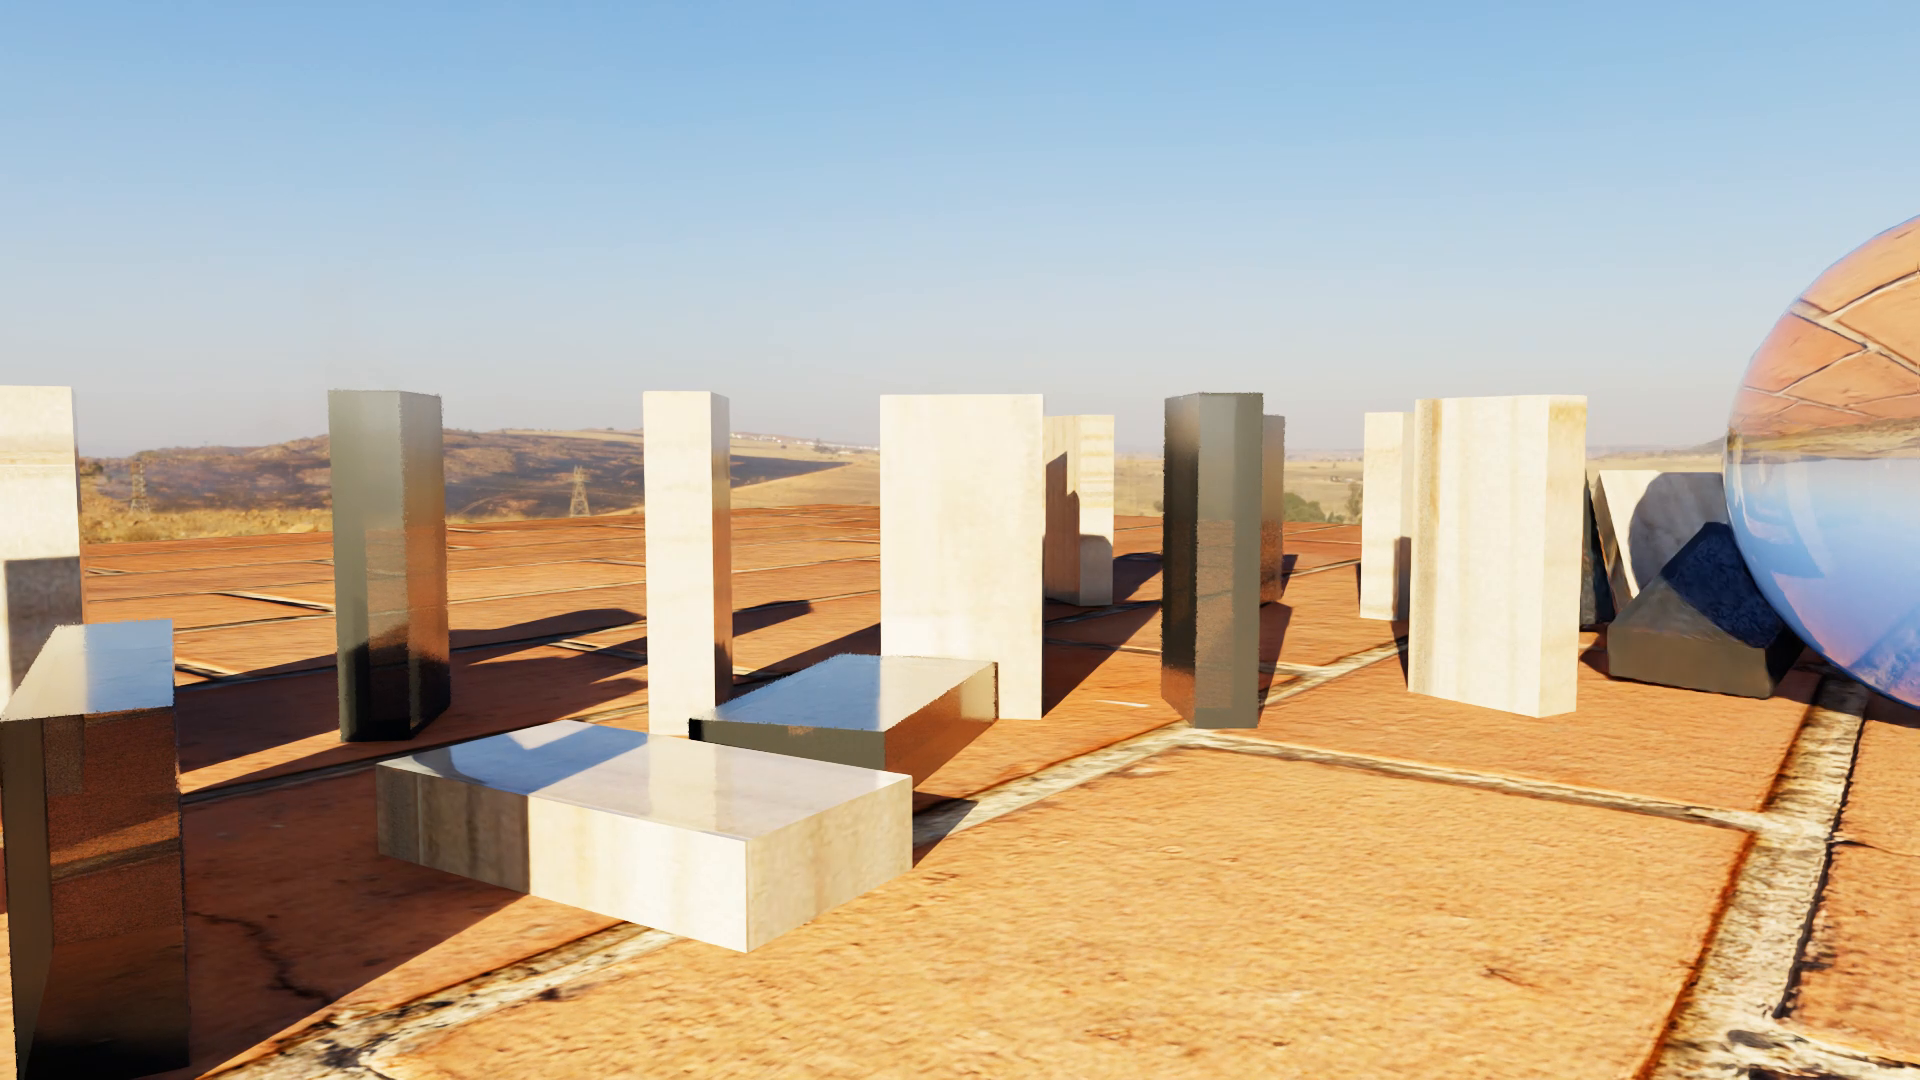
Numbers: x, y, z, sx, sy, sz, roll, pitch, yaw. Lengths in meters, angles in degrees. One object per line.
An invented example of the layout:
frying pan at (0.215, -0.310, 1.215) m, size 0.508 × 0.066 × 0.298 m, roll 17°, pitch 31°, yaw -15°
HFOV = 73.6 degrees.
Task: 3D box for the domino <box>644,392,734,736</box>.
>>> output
domino at (-0.042, 0.003, 0.198) m, size 0.009 × 0.050 × 0.025 m, roll 0°, pitch 4°, yaw -4°

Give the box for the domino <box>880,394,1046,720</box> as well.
domino at (0.001, 0.002, 0.203) m, size 0.025 × 0.050 × 0.010 m, roll 1°, pitch 4°, yaw 7°

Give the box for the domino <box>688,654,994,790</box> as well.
domino at (-0.014, 0.025, 0.175) m, size 0.025 × 0.009 × 0.050 m, roll 1°, pitch 4°, yaw 16°

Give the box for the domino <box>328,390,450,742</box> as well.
domino at (-0.086, 0.003, 0.194) m, size 0.009 × 0.050 × 0.025 m, roll -1°, pitch 4°, yaw -9°

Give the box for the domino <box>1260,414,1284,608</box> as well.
domino at (0.078, -0.008, 0.342) m, size 0.009 × 0.050 × 0.025 m, roll 2°, pitch 5°, yaw 28°

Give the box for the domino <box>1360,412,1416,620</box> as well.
domino at (0.110, -0.006, 0.319) m, size 0.009 × 0.050 × 0.025 m, roll 4°, pitch 6°, yaw 42°

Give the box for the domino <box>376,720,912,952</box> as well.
domino at (-0.033, 0.028, 0.131) m, size 0.050 × 0.010 × 0.025 m, roll 3°, pitch 5°, yaw 31°

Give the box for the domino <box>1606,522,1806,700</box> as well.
domino at (0.142, 0.012, 0.235) m, size 0.050 × 0.009 × 0.025 m, roll -29°, pitch 24°, yaw -37°

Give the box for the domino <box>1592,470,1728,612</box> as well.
domino at (0.152, 0.004, 0.270) m, size 0.025 × 0.009 × 0.050 m, roll 2°, pitch 39°, yaw 15°

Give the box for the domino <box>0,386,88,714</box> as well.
domino at (-0.128, 0.004, 0.179) m, size 0.009 × 0.050 × 0.025 m, roll -3°, pitch 5°, yaw -33°

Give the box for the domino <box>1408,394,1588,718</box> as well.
domino at (0.088, 0.002, 0.211) m, size 0.010 × 0.050 × 0.025 m, roll -3°, pitch 5°, yaw -31°

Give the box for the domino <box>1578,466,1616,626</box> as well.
domino at (0.133, -0.005, 0.293) m, size 0.025 × 0.050 × 0.009 m, roll -3°, pitch -10°, yaw -31°

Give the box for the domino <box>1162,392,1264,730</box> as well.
domino at (0.039, 0.002, 0.202) m, size 0.009 × 0.050 × 0.025 m, roll 0°, pitch 4°, yaw -3°

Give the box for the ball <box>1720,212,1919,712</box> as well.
ball at (0.157, -0.011, 0.186) m, size 0.080 × 0.080 × 0.080 m, roll 0°, pitch 4°, yaw 0°

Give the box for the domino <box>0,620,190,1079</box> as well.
domino at (-0.070, 0.022, 0.106) m, size 0.009 × 0.025 × 0.050 m, roll -3°, pitch 5°, yaw -31°

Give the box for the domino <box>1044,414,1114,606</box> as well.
domino at (0.032, -0.009, 0.348) m, size 0.009 × 0.050 × 0.025 m, roll -1°, pitch 5°, yaw -19°
